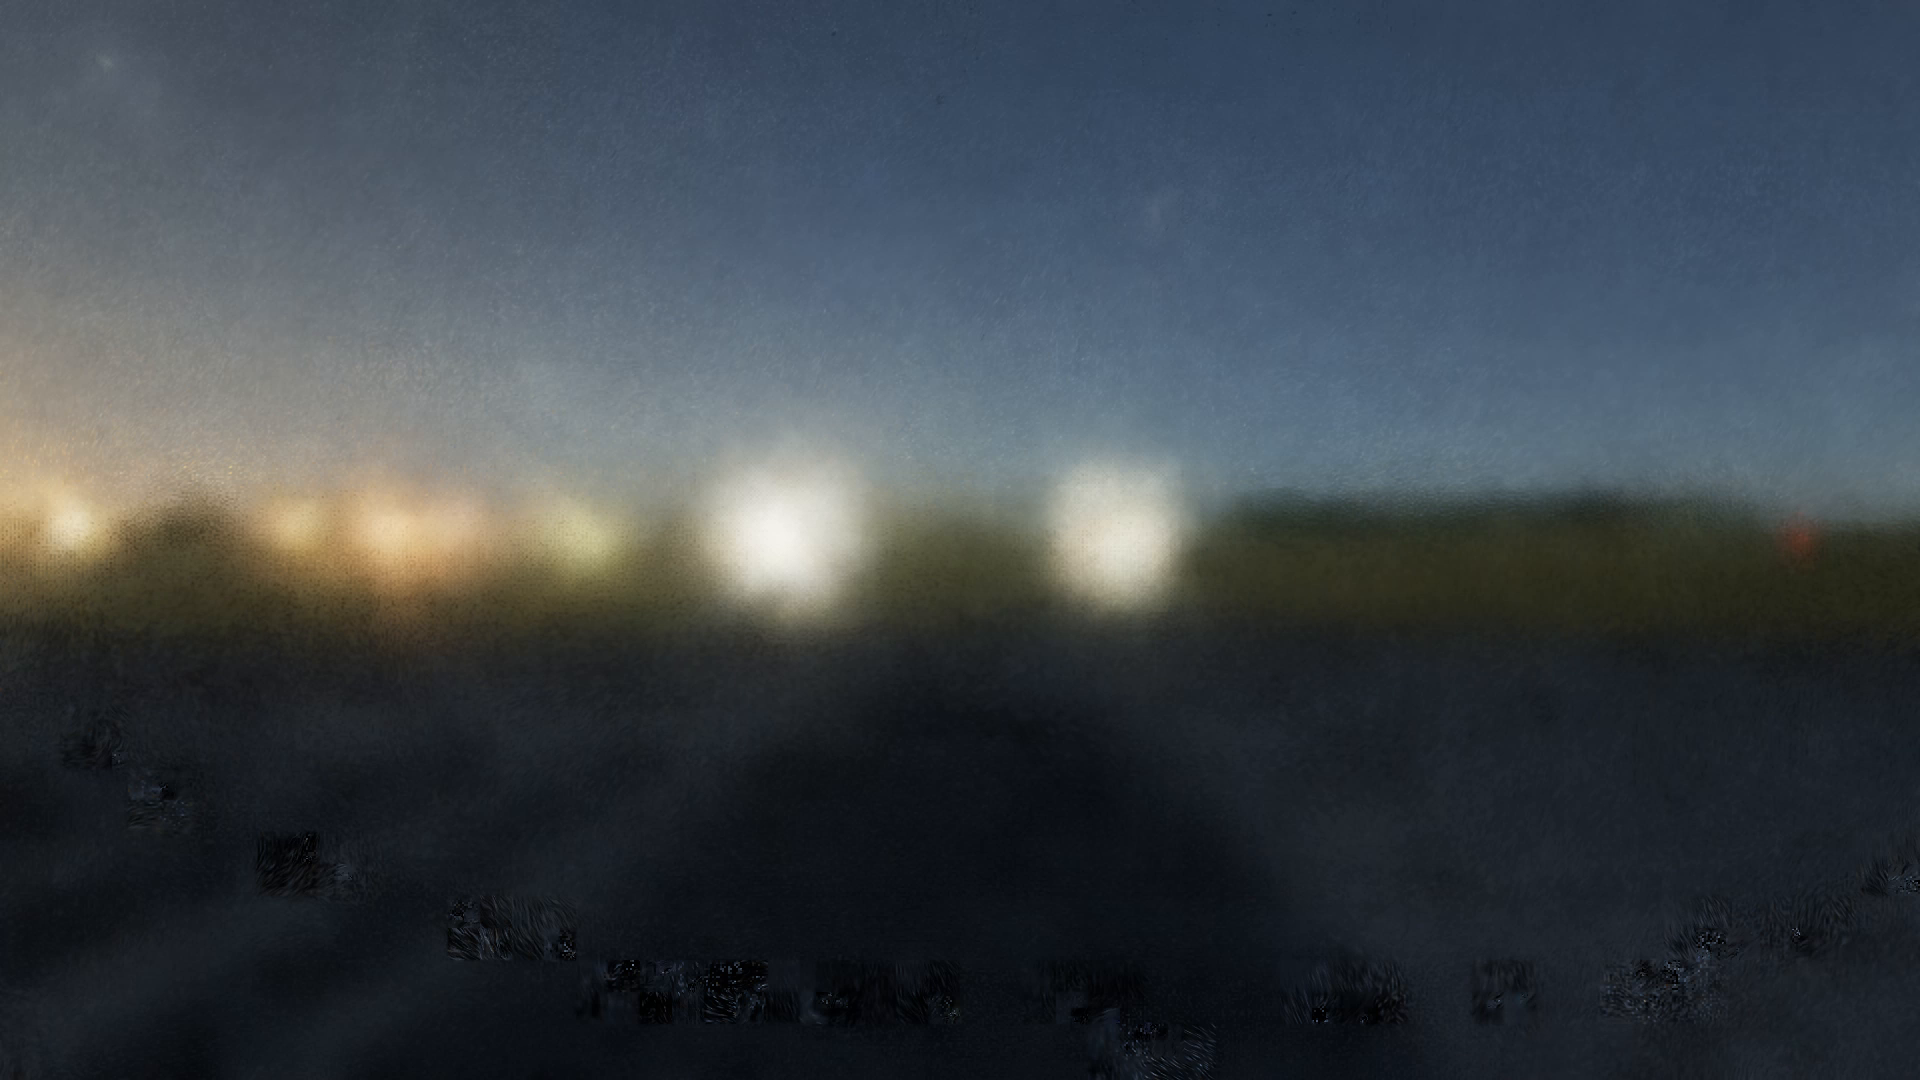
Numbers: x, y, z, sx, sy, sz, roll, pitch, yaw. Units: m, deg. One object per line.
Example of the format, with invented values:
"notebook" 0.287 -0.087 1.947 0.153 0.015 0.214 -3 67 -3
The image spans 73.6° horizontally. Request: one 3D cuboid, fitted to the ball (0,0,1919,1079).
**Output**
"ball" 0.002 -0.001 0.052 0.080 0.080 0.080 0 4 0
